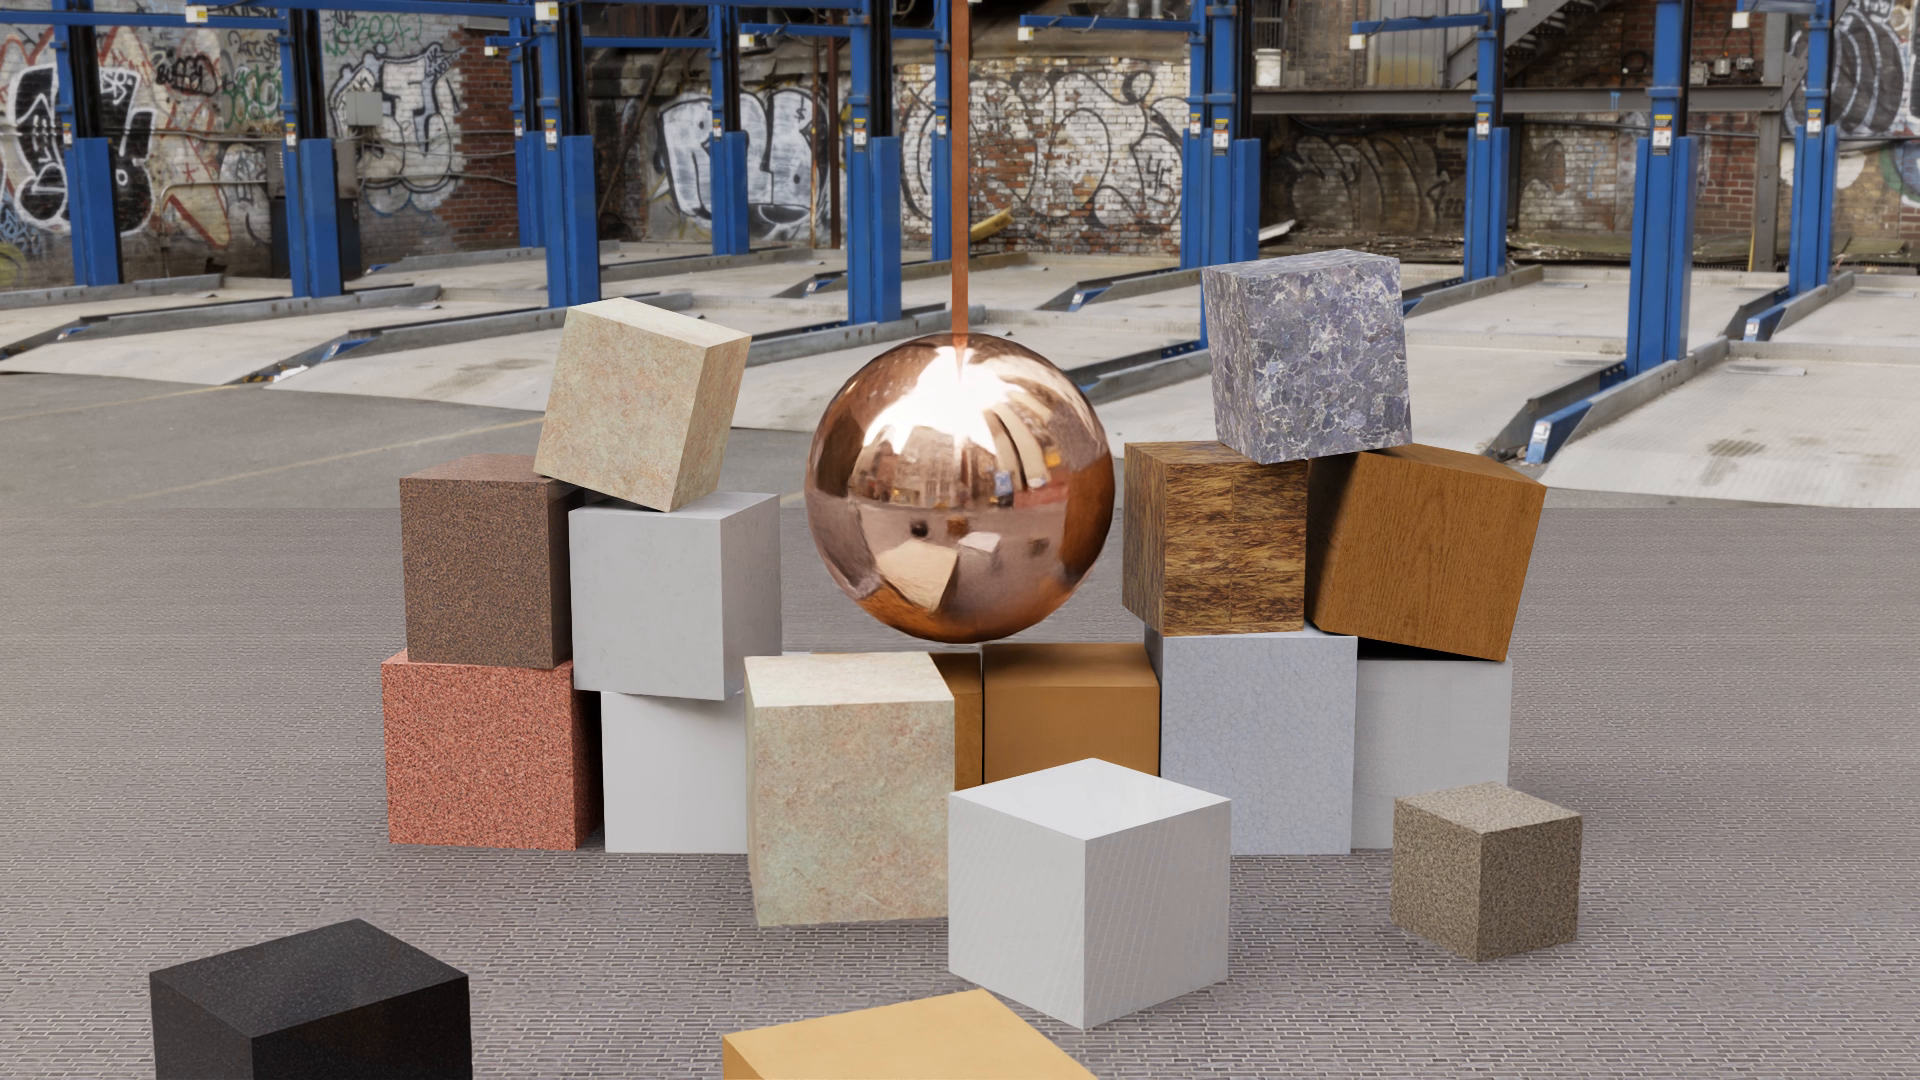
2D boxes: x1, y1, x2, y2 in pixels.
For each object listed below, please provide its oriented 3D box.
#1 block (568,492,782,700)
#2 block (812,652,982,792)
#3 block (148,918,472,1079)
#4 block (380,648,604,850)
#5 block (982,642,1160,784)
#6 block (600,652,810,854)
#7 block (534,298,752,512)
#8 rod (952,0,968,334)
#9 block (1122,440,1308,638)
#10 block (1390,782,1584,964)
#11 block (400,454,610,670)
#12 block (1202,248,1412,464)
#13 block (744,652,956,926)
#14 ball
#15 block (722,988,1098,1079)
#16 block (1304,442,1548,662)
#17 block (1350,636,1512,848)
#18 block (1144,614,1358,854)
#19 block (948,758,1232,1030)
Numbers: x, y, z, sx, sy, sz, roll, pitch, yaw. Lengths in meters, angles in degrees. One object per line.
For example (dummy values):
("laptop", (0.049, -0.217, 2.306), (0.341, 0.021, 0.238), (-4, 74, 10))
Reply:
("block", (-1.418, 0.252, 11.085), (0.798, 0.893, 0.797), (3, 11, 16))
("block", (-0.340, 1.077, 11.387), (0.901, 0.806, 0.877), (0, 10, 0))
("block", (-2.188, 1.824, 7.450), (0.771, 0.746, 0.758), (-10, 14, -42))
("block", (-2.354, 1.007, 11.415), (0.968, 0.934, 0.879), (1, 10, 7))
("block", (0.552, 1.055, 11.393), (0.865, 0.848, 0.953), (0, 10, 0))
("block", (-1.282, 1.077, 11.342), (0.951, 0.822, 0.901), (0, 10, 2))
("block", (-1.580, -0.691, 11.011), (0.722, 0.836, 0.724), (17, 13, 9))
("rod", (0.000, -3.595, 10.593), (0.080, 5.200, 0.080), (0, 12, 0))
("block", (1.274, -0.026, 11.122), (0.716, 0.855, 0.779), (-2, 10, -11))
("block", (2.348, 1.472, 9.838), (0.573, 0.583, 0.585), (-5, 12, -27))
("block", (-2.293, 0.088, 11.256), (0.771, 0.931, 0.885), (2, 11, 12))
("block", (1.715, -0.930, 10.954), (0.760, 0.900, 0.843), (-8, 12, -7))
("block", (-0.538, 1.148, 10.400), (0.900, 1.021, 0.972), (-1, 10, -8))
("ball", (0.000, -0.266, 11.285), (1.600, 1.600, 1.600), (0, 10, 0))
("block", (-0.147, 1.947, 6.642), (0.890, 0.793, 0.846), (-5, 11, -25))
("block", (2.278, -0.001, 11.198), (0.941, 0.893, 0.954), (10, 10, -6))
("block", (2.342, 1.004, 11.345), (0.786, 0.965, 0.777), (0, 10, 0))
("block", (1.467, 0.929, 11.358), (0.949, 1.108, 1.037), (0, 10, 0))
("block", (0.543, 1.465, 9.298), (0.845, 0.791, 0.833), (-9, 13, -40))
